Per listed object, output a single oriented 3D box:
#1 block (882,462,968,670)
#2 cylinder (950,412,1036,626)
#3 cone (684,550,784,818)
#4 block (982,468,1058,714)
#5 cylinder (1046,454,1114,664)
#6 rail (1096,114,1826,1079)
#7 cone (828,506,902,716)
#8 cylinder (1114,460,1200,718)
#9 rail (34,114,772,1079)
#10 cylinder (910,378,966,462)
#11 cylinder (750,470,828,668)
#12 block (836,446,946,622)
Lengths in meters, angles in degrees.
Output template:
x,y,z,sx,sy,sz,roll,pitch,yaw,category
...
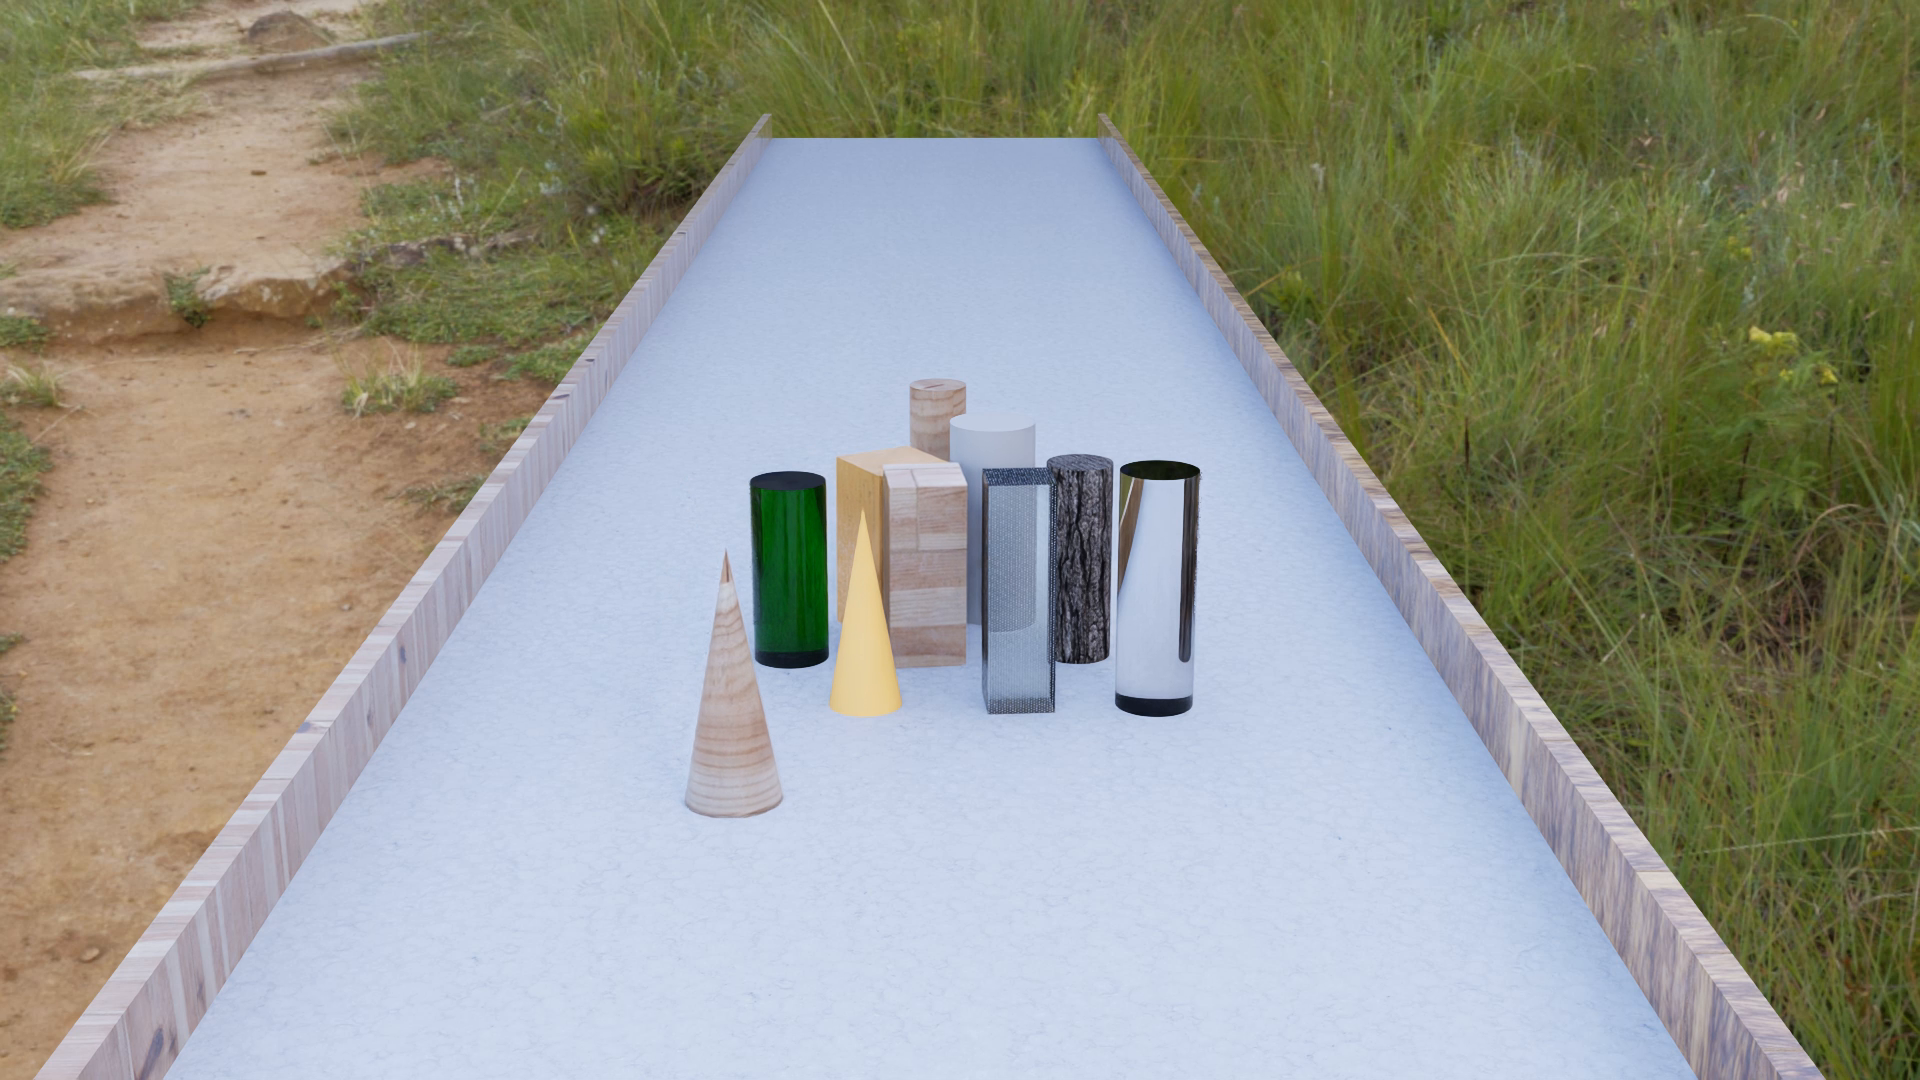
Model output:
x,y,z,sx,sy,sz,roll,pitch,yaw,category
-0.071,0.051,4.381,0.152,0.378,0.152,-2,19,-7,block
0.068,-0.046,4.647,0.180,0.419,0.180,0,17,0,cylinder
-0.385,0.225,3.680,0.168,0.449,0.168,0,17,0,cone
0.110,0.096,4.126,0.126,0.444,0.126,-1,17,-5,block
0.237,0.038,4.398,0.133,0.399,0.133,0,17,0,cylinder
0.932,-0.844,7.801,0.050,0.150,12.000,0,17,-1,rail
-0.180,0.124,4.125,0.139,0.390,0.139,0,17,0,cone
0.369,0.091,4.118,0.149,0.458,0.149,0,17,0,cylinder
-1.118,-0.838,7.780,0.050,0.150,12.000,0,17,-1,rail
-0.048,-0.127,4.875,0.125,0.444,0.125,0,17,0,cylinder
-0.339,0.059,4.386,0.151,0.367,0.151,0,17,0,cylinder
-0.137,0.008,4.567,0.174,0.359,0.174,-10,20,-31,block
